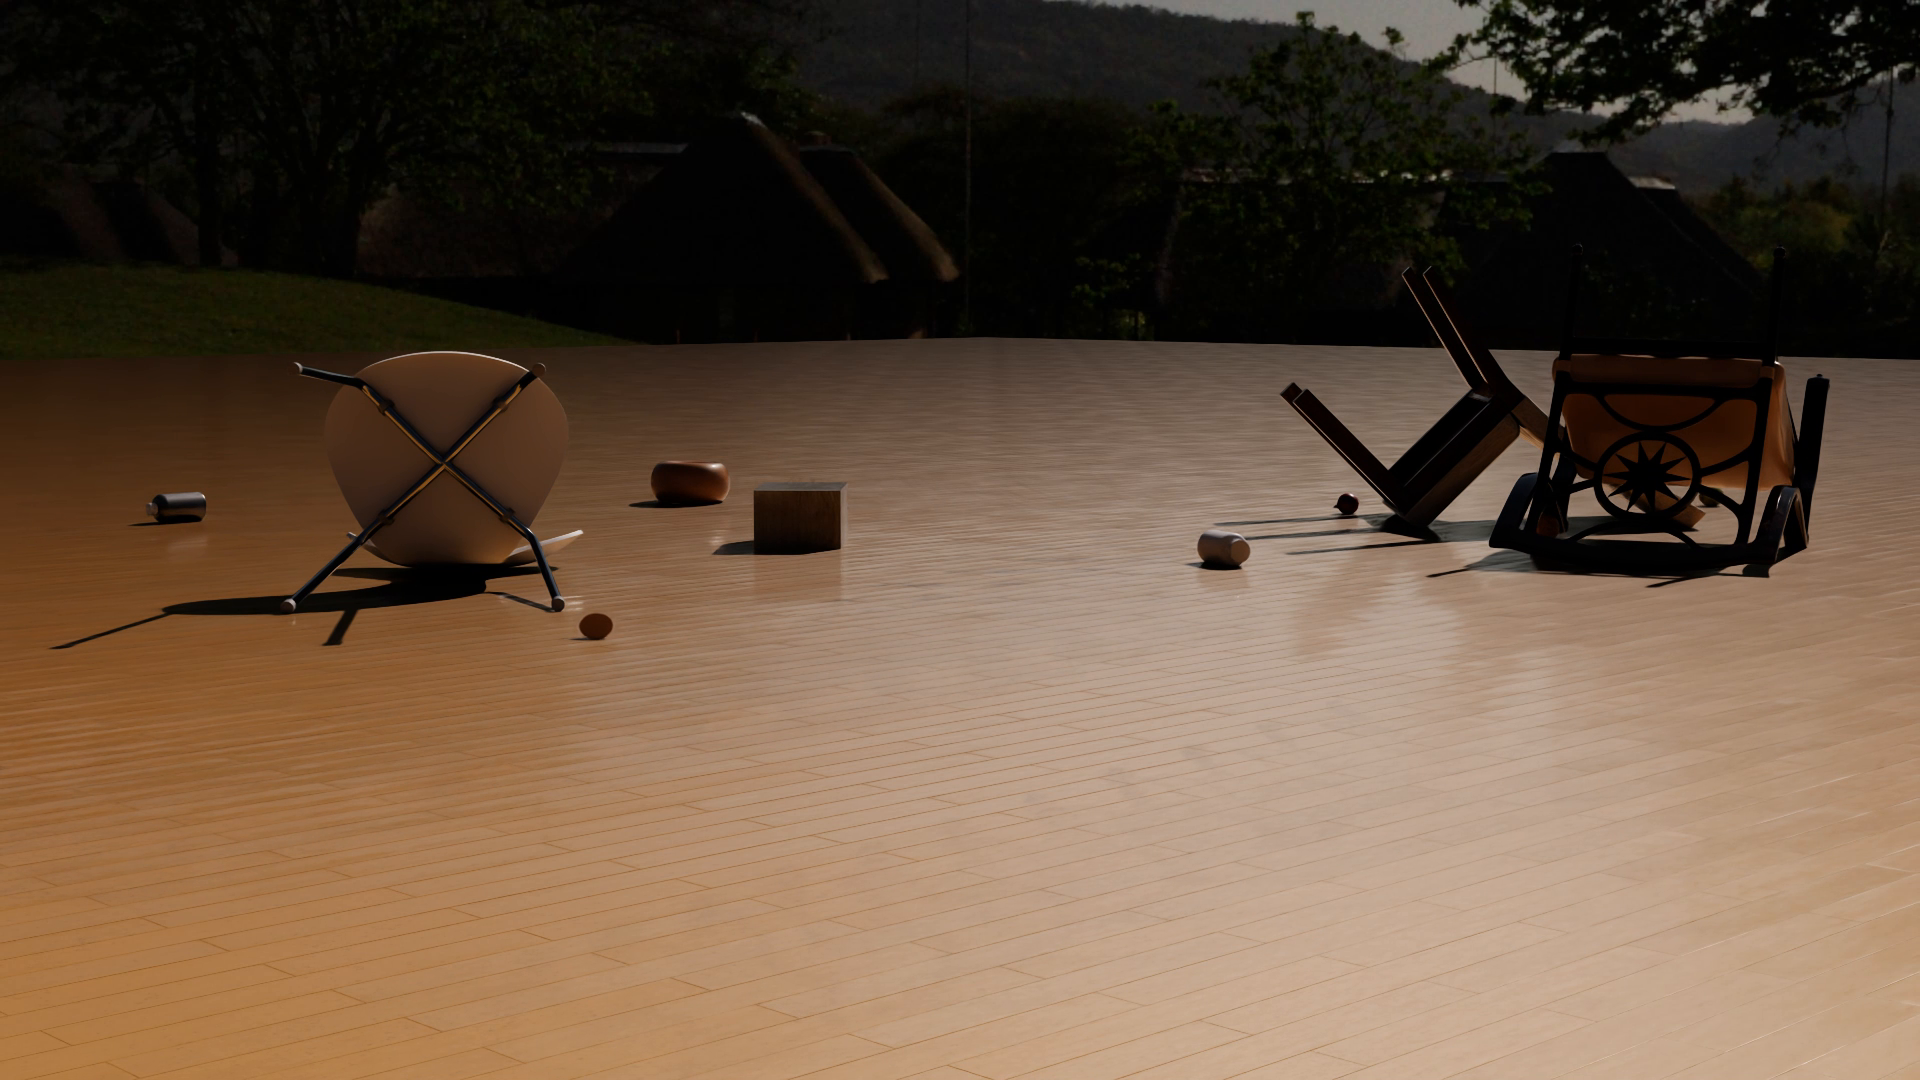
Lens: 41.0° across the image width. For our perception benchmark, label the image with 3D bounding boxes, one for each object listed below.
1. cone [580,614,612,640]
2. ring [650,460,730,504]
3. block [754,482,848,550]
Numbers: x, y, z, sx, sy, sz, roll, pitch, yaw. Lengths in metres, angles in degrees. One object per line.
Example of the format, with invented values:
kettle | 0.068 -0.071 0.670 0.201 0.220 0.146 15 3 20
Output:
cone | -0.662 0.166 4.692 0.062 0.052 0.041 6 -26 7
ring | -0.786 -0.169 7.486 0.231 0.118 0.242 0 4 -16
block | -0.390 -0.061 6.314 0.210 0.142 0.244 0 6 2
